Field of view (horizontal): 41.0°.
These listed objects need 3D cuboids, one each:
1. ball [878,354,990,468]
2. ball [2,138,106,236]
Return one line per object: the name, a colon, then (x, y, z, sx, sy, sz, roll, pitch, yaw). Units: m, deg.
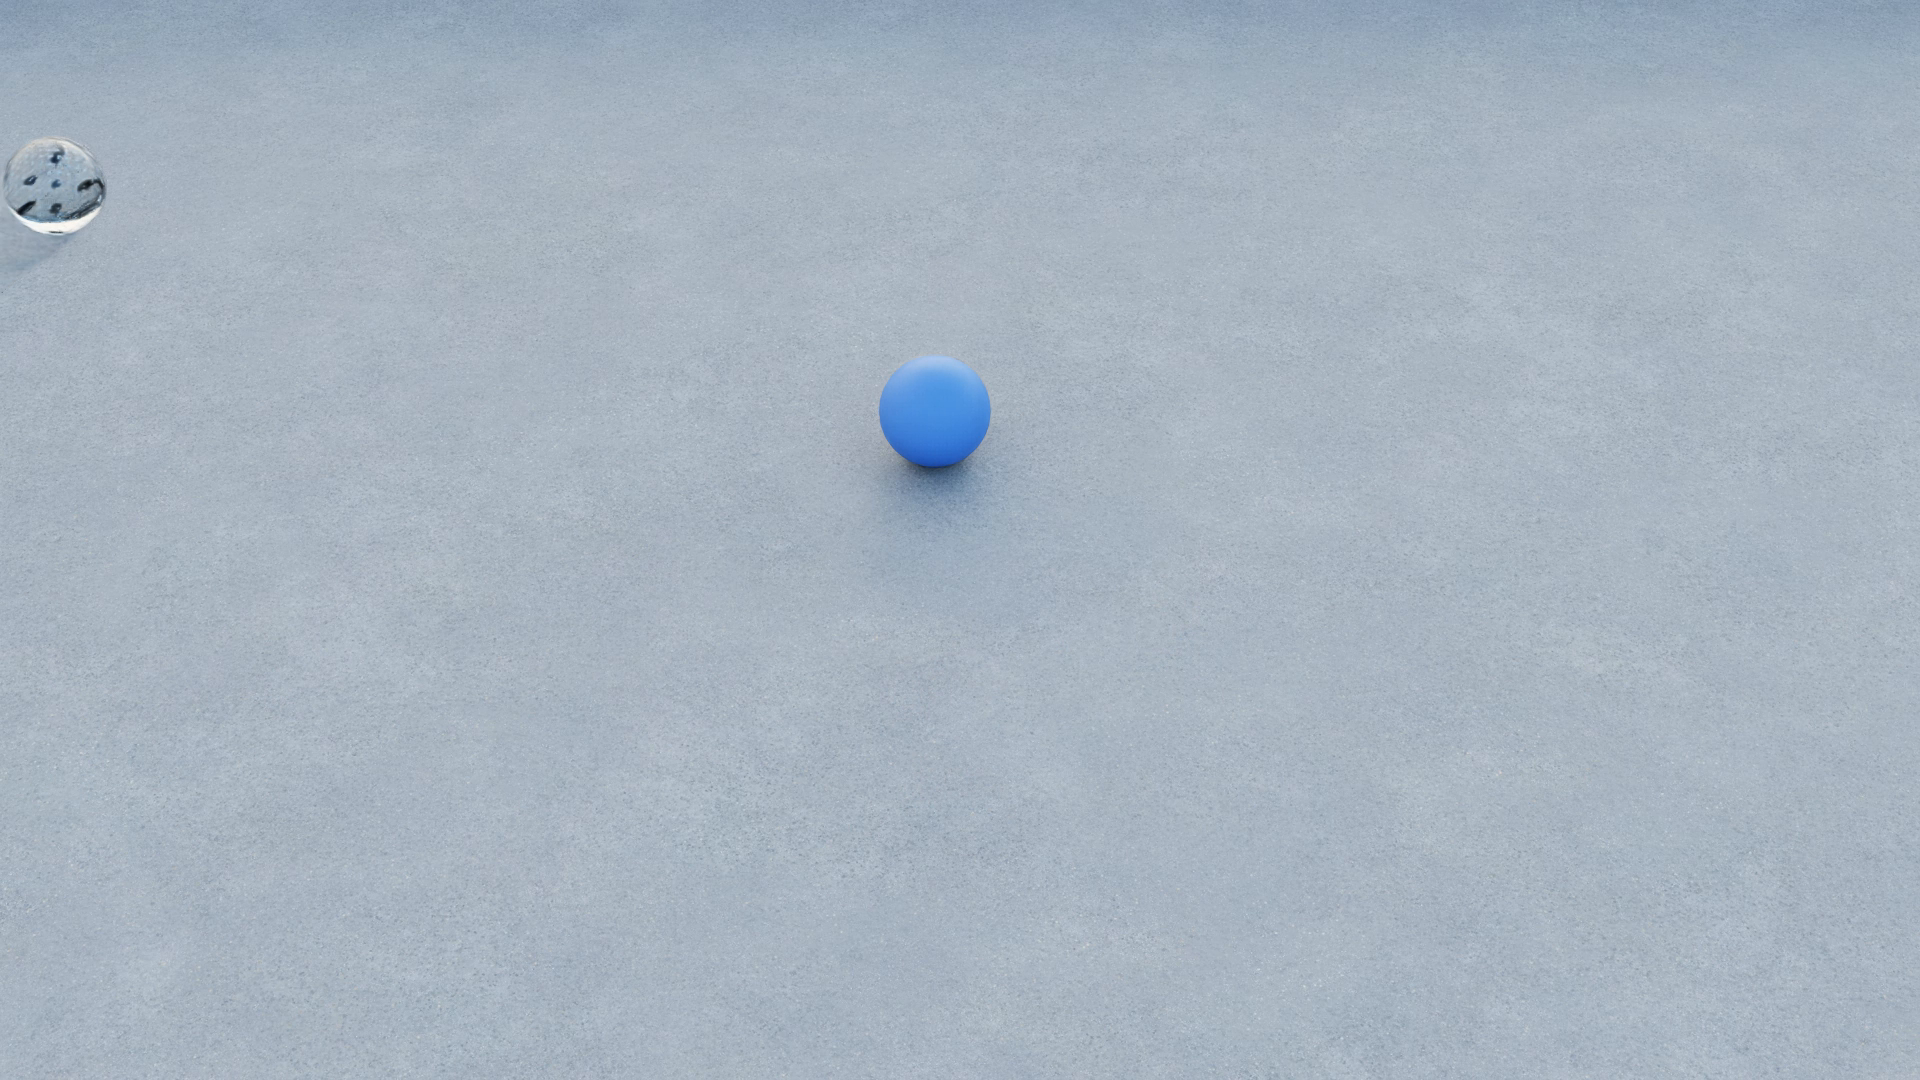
ball: (-0.017, -0.086, 1.710, 0.075, 0.075, 0.075, 0, 36, 0)
ball: (-0.692, -0.270, 1.960, 0.074, 0.074, 0.074, 0, 36, 0)
